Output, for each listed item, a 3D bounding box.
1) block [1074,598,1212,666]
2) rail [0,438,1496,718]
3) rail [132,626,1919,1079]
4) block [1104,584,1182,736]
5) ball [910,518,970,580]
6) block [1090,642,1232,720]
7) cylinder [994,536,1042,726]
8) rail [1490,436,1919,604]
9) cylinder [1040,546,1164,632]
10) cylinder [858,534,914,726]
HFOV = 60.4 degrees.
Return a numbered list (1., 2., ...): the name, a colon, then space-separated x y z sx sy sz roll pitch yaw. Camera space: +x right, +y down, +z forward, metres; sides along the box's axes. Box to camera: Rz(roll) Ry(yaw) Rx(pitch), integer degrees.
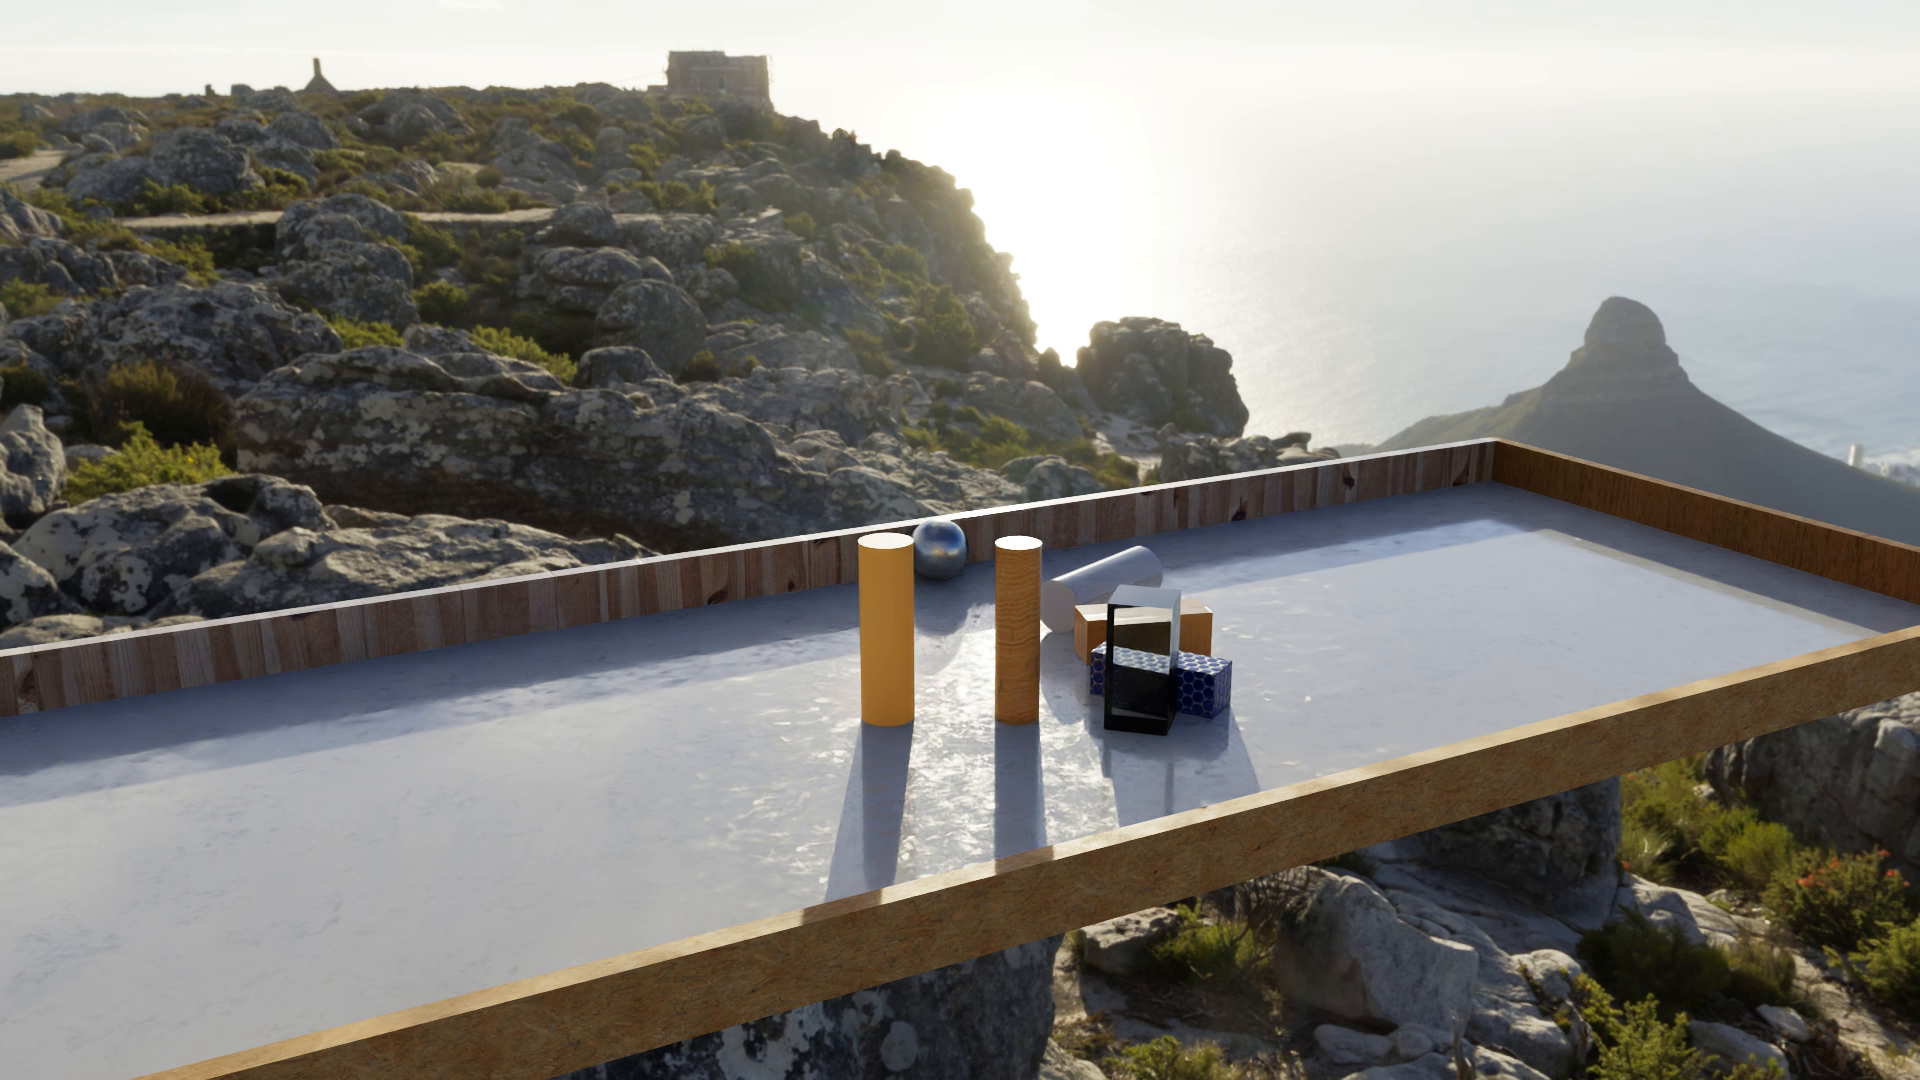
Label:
1. block: 0.479 0.239 4.325 0.337 0.122 0.122 -3 17 -11
2. rail: -3.305 0.497 3.399 12.000 0.150 0.050 -9 18 -27
3. rail: -2.336 1.006 1.665 12.000 0.150 0.050 -9 18 -27
4. block: 0.427 0.279 3.855 0.147 0.310 0.147 5 17 15
5. ball: -0.065 0.028 4.934 0.184 0.184 0.184 0 16 0
6. block: 0.488 0.335 4.016 0.322 0.112 0.112 9 19 29
7. cylinder: 0.135 0.214 3.863 0.107 0.432 0.107 0 16 0
8. rail: 2.466 -0.048 5.253 0.050 0.150 2.100 -9 18 -27
9. cylinder: 0.395 0.136 4.629 0.149 0.149 0.413 13 21 38
10. cylinder: -0.171 0.211 3.866 0.128 0.436 0.128 0 16 0
